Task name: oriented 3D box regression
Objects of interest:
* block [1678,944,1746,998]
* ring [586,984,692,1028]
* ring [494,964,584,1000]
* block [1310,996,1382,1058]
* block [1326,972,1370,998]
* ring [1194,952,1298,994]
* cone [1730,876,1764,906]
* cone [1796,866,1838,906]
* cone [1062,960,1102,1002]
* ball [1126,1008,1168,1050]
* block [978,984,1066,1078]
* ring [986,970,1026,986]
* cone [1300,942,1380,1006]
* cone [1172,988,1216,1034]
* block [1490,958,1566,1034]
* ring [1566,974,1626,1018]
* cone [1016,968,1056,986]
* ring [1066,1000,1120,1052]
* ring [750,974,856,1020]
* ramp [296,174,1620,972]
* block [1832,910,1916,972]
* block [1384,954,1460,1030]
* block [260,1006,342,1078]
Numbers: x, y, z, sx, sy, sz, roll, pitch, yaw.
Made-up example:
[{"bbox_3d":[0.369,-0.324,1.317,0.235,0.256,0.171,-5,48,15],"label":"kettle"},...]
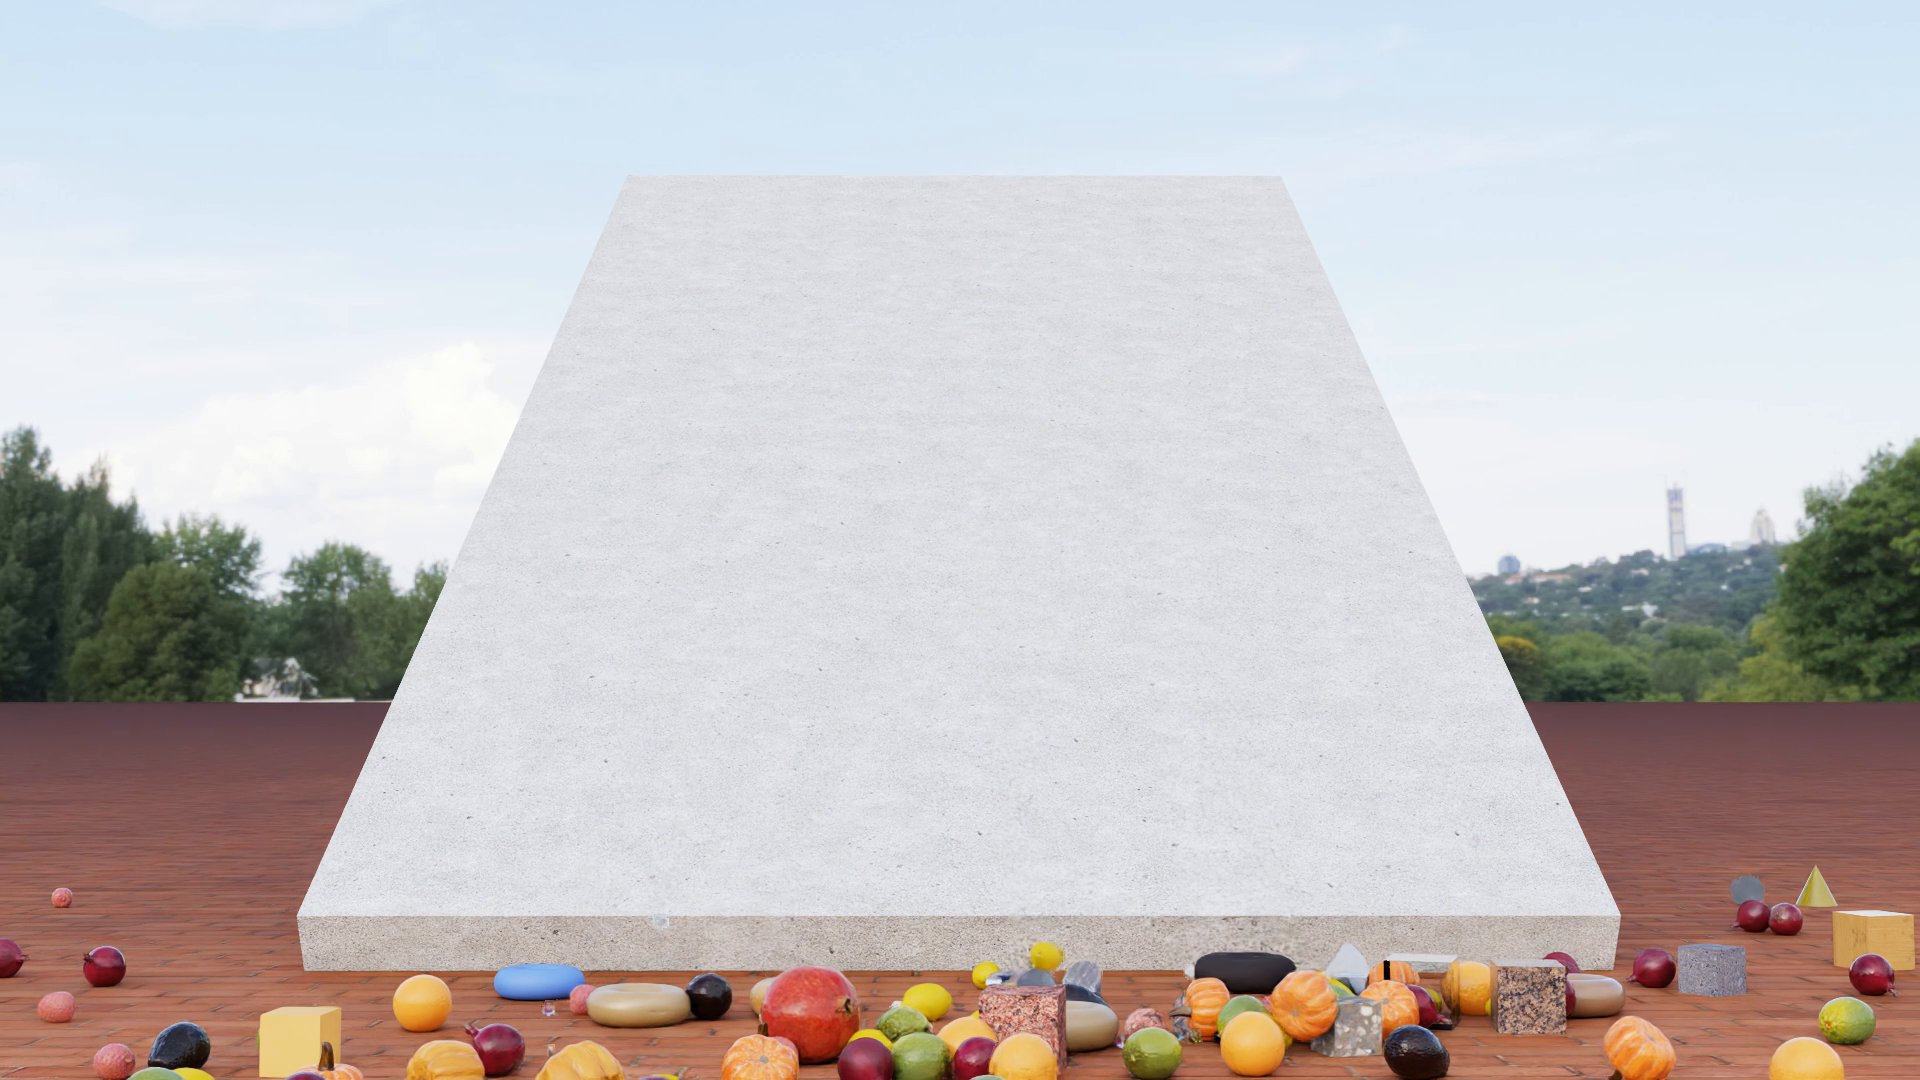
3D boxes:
[{"bbox_3d":[1.063,0.608,3.307,0.065,0.065,0.065,3,-5,-37],"label":"block"},{"bbox_3d":[-0.413,0.598,3.009,0.135,0.045,0.135,1,-4,0],"label":"ring"},{"bbox_3d":[-0.587,0.617,3.267,0.126,0.042,0.126,1,-5,0],"label":"ring"},{"bbox_3d":[0.455,0.573,2.758,0.061,0.061,0.061,1,-4,-18],"label":"block"},{"bbox_3d":[0.509,0.598,3.070,0.054,0.054,0.054,-1,-4,13],"label":"block"},{"bbox_3d":[0.408,0.618,3.342,0.148,0.049,0.148,0,-4,0],"label":"ring"},{"bbox_3d":[1.587,0.719,4.715,0.065,0.065,0.065,-1,-31,19],"label":"cone"},{"bbox_3d":[1.721,0.693,4.704,0.080,0.080,0.080,0,-4,0],"label":"cone"},{"bbox_3d":[0.183,0.623,3.249,0.059,0.059,0.059,-3,-31,34],"label":"cone"},{"bbox_3d":[0.221,0.580,2.776,0.050,0.050,0.050,0,-4,0],"label":"ball"},{"bbox_3d":[0.071,0.551,2.630,0.088,0.088,0.088,-1,-4,9],"label":"block"},{"bbox_3d":[0.083,0.624,3.290,0.095,0.032,0.095,1,-5,0],"label":"ring"},{"bbox_3d":[0.500,0.608,3.158,0.097,0.097,0.097,-31,-16,22],"label":"cone"},{"bbox_3d":[0.306,0.602,2.935,0.060,0.060,0.060,-3,-32,39],"label":"cone"},{"bbox_3d":[0.716,0.575,2.952,0.083,0.083,0.083,0,-4,6],"label":"block"},{"bbox_3d":[0.808,0.603,3.101,0.144,0.048,0.144,0,-5,0],"label":"ring"},{"bbox_3d":[0.115,0.612,3.129,0.063,0.063,0.063,-2,-28,33],"label":"cone"},{"bbox_3d":[0.116,0.583,2.804,0.149,0.050,0.149,0,-5,0],"label":"ring"},{"bbox_3d":[-0.206,0.601,3.074,0.142,0.047,0.142,-1,-3,0],"label":"ring"},{"bbox_3d":[-0.009,-0.229,5.368,2.000,0.100,4.000,0,25,0],"label":"ramp"},{"bbox_3d":[1.414,0.619,3.621,0.083,0.083,0.083,1,-4,-17],"label":"block"},{"bbox_3d":[0.591,0.577,2.991,0.085,0.085,0.085,-1,-4,19],"label":"block"},{"bbox_3d":[-0.736,0.560,2.613,0.068,0.068,0.068,0,-4,4],"label":"block"}]
